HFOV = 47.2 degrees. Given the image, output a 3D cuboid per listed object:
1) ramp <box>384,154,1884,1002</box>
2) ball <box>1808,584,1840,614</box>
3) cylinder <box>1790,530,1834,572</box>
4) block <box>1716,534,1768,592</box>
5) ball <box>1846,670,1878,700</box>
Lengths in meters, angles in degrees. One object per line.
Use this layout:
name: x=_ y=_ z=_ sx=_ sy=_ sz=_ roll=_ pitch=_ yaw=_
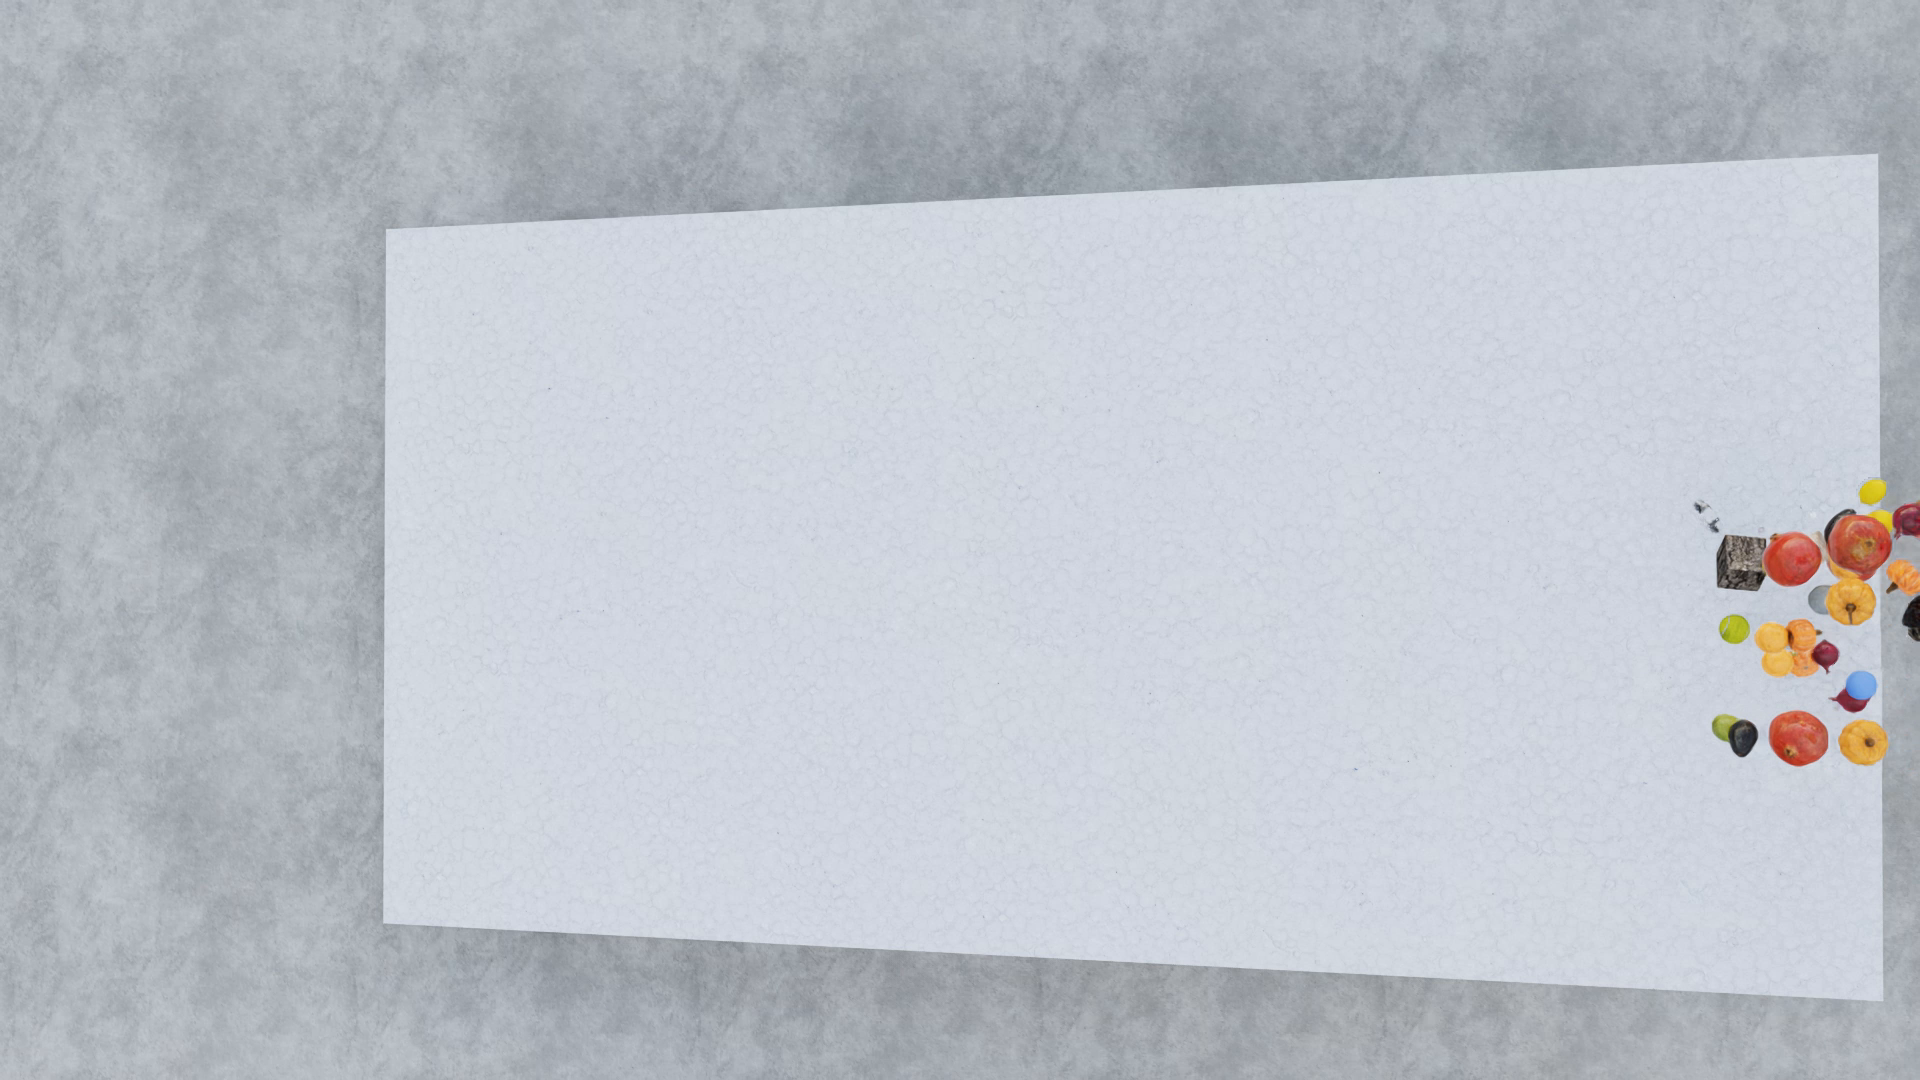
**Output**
ramp: x=0.272 y=0.095 z=5.812 sx=4.000 sy=0.100 sz=2.000 roll=0 pitch=89 yaw=17
ball: x=1.779 y=0.123 z=4.528 sx=0.062 sy=0.062 sz=0.062 roll=0 pitch=89 yaw=0
cylinder: x=1.878 y=0.025 z=4.851 sx=0.068 sy=0.068 sz=0.068 roll=-33 pitch=89 yaw=28
block: x=1.829 y=0.054 z=5.144 sx=0.092 sy=0.092 sz=0.092 roll=6 pitch=61 yaw=7
ball: x=1.880 y=0.303 z=4.587 sx=0.062 sy=0.062 sz=0.062 roll=0 pitch=89 yaw=0
